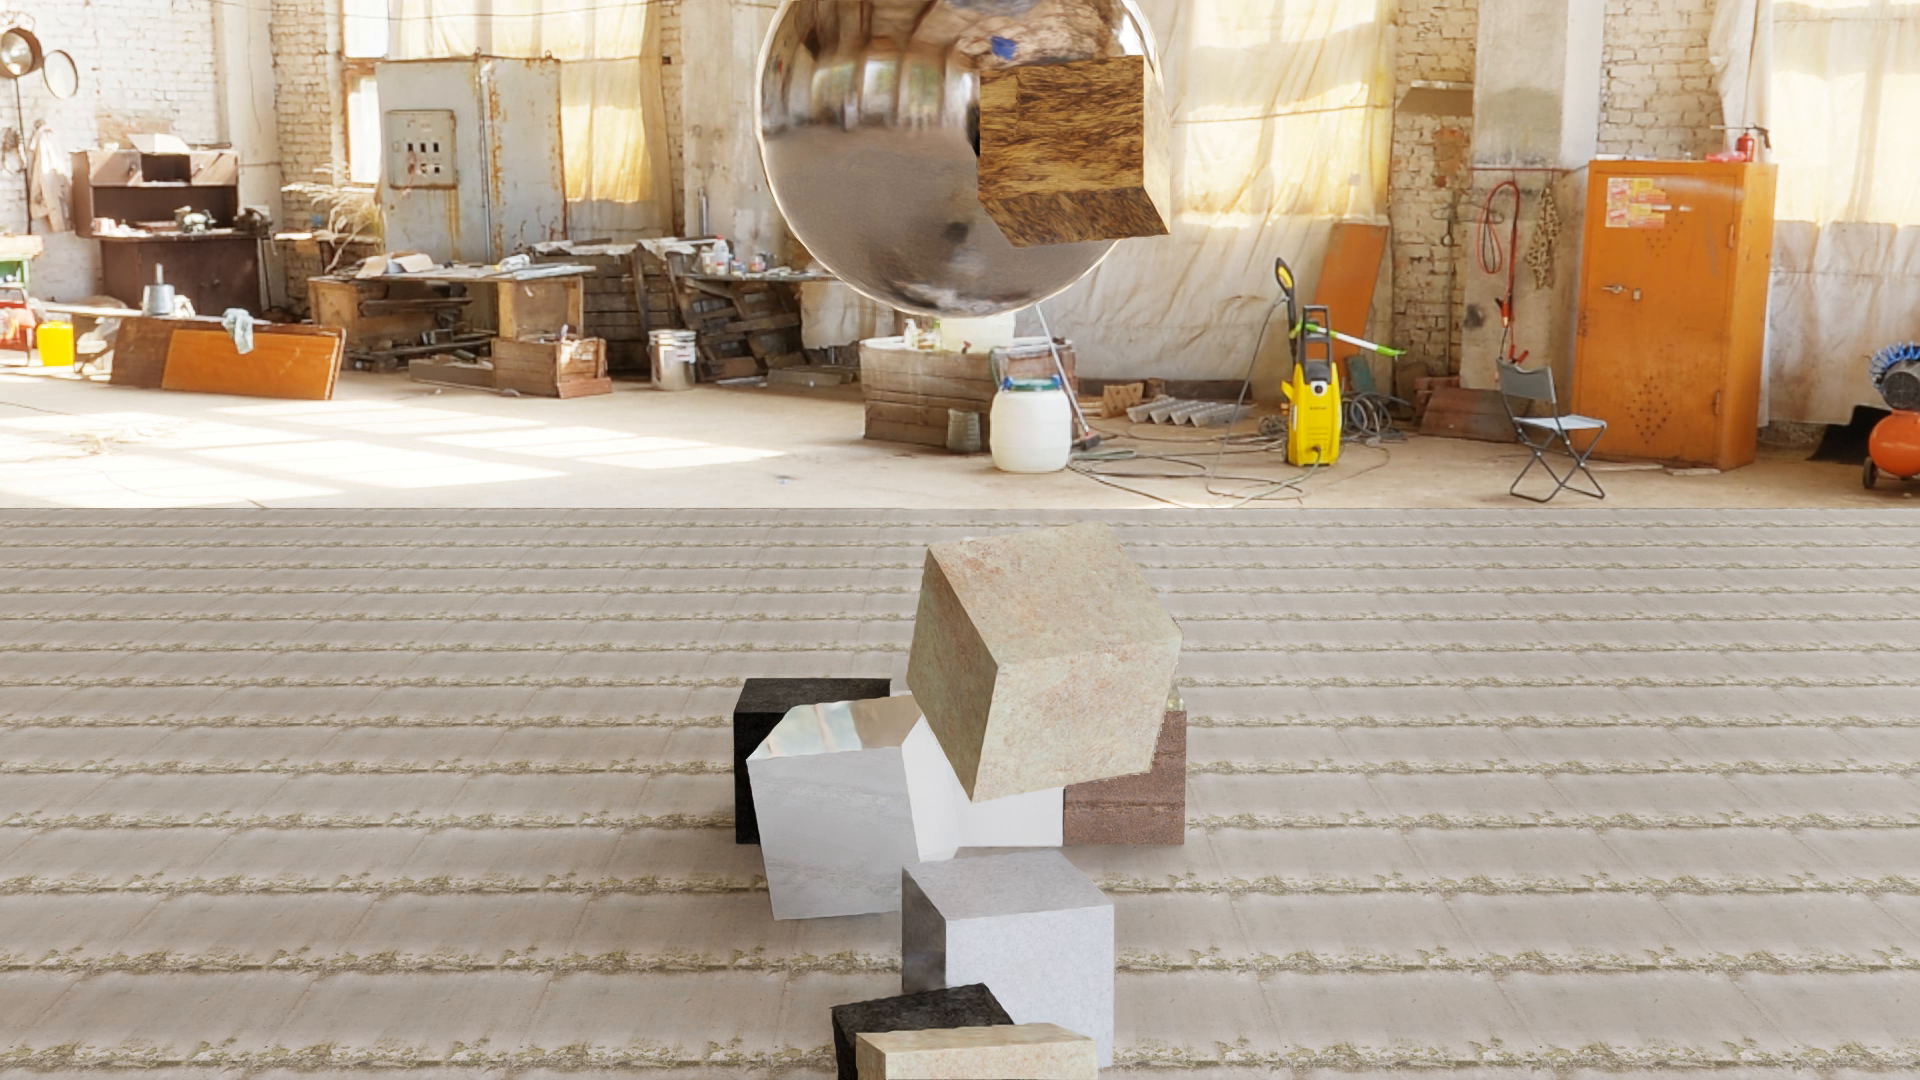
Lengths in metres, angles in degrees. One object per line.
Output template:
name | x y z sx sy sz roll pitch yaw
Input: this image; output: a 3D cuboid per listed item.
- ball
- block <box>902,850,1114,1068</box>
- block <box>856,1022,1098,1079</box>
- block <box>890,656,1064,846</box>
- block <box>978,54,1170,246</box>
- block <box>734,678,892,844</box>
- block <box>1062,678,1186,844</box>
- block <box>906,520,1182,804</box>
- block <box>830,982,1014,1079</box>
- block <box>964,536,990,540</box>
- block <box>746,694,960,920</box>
ball | 0.000 -1.657 8.515 1.600 1.600 1.600 0 10 0
block | 0.175 1.659 8.620 0.660 0.653 0.682 -3 11 -15
block | 0.048 1.835 6.700 0.629 0.630 0.643 -1 -7 -11
block | 0.082 1.078 11.388 0.867 0.804 0.759 0 10 0
block | 0.374 -1.241 7.061 0.526 0.435 0.437 -2 -13 16
block | -0.746 1.136 11.405 0.774 0.685 0.721 0 10 0
block | 0.831 1.134 11.382 0.605 0.697 0.687 0 10 0
block | 0.254 0.383 7.064 0.626 0.578 0.587 -8 41 -22
block | -0.106 1.873 7.403 0.540 0.574 0.476 -7 5 -11
block | 0.351 0.363 11.222 0.655 0.662 0.671 0 10 -1
block | -0.479 1.232 10.282 0.719 0.768 0.838 -6 11 12
